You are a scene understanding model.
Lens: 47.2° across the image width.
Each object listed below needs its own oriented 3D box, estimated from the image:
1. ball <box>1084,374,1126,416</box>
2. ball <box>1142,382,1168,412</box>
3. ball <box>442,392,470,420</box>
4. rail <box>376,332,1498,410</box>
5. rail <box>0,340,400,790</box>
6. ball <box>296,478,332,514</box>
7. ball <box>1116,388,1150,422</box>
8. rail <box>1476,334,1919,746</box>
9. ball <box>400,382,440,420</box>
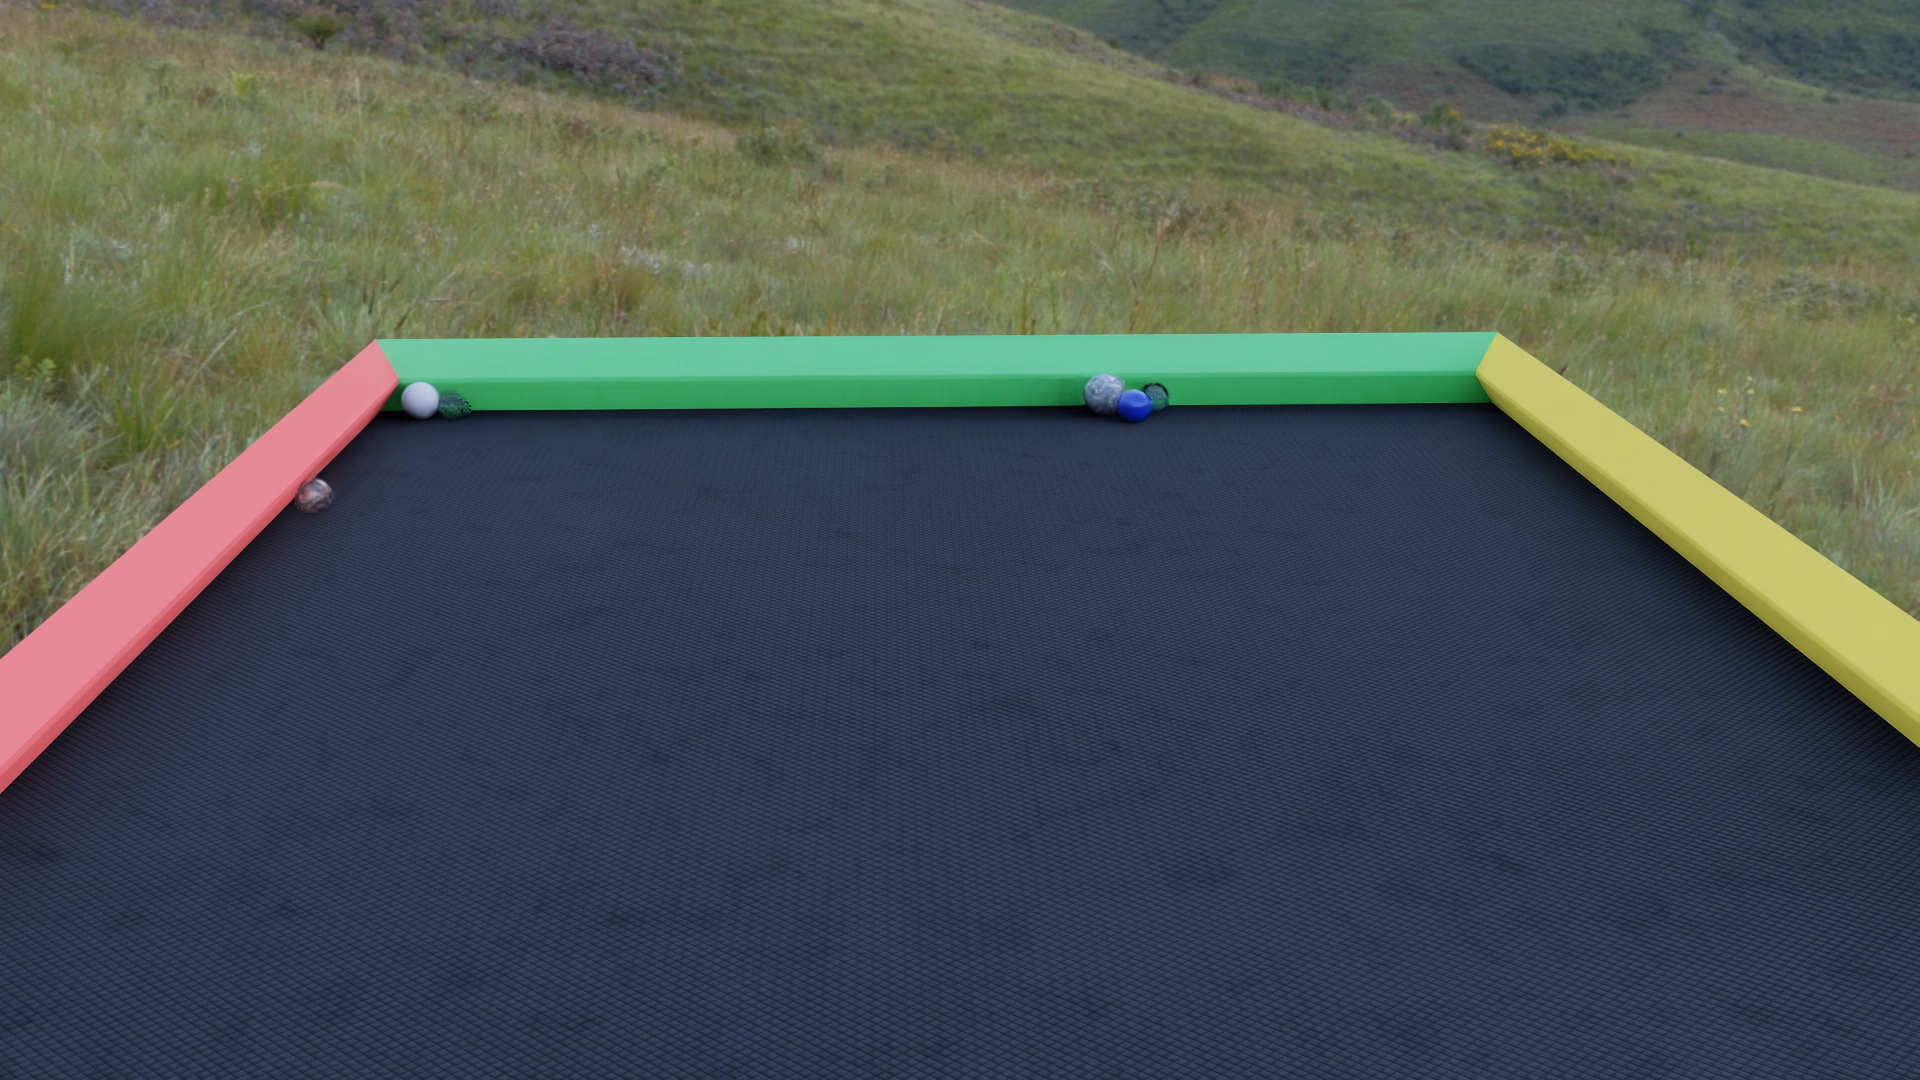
[{"bbox_3d":[0.234,-0.236,3.570,0.068,0.068,0.068,0,16,0],"label":"ball"},{"bbox_3d":[0.317,-0.233,3.596,0.048,0.048,0.048,0,16,0],"label":"ball"},{"bbox_3d":[-0.813,-0.215,3.540,0.044,0.044,0.044,0,16,0],"label":"ball"},{"bbox_3d":[-0.030,-0.272,3.601,1.845,0.117,0.045,-1,16,-2],"label":"rail"},{"bbox_3d":[-0.867,0.224,1.876,0.045,0.117,3.576,-1,16,-2],"label":"rail"},{"bbox_3d":[-0.879,-0.061,2.995,0.048,0.048,0.048,0,16,0],"label":"ball"},{"bbox_3d":[0.278,-0.216,3.525,0.053,0.053,0.053,0,16,0],"label":"ball"},{"bbox_3d":[0.929,0.206,1.936,0.045,0.117,3.576,-1,16,-2],"label":"rail"},{"bbox_3d":[-0.869,-0.224,3.541,0.061,0.061,0.061,0,16,0],"label":"ball"}]
